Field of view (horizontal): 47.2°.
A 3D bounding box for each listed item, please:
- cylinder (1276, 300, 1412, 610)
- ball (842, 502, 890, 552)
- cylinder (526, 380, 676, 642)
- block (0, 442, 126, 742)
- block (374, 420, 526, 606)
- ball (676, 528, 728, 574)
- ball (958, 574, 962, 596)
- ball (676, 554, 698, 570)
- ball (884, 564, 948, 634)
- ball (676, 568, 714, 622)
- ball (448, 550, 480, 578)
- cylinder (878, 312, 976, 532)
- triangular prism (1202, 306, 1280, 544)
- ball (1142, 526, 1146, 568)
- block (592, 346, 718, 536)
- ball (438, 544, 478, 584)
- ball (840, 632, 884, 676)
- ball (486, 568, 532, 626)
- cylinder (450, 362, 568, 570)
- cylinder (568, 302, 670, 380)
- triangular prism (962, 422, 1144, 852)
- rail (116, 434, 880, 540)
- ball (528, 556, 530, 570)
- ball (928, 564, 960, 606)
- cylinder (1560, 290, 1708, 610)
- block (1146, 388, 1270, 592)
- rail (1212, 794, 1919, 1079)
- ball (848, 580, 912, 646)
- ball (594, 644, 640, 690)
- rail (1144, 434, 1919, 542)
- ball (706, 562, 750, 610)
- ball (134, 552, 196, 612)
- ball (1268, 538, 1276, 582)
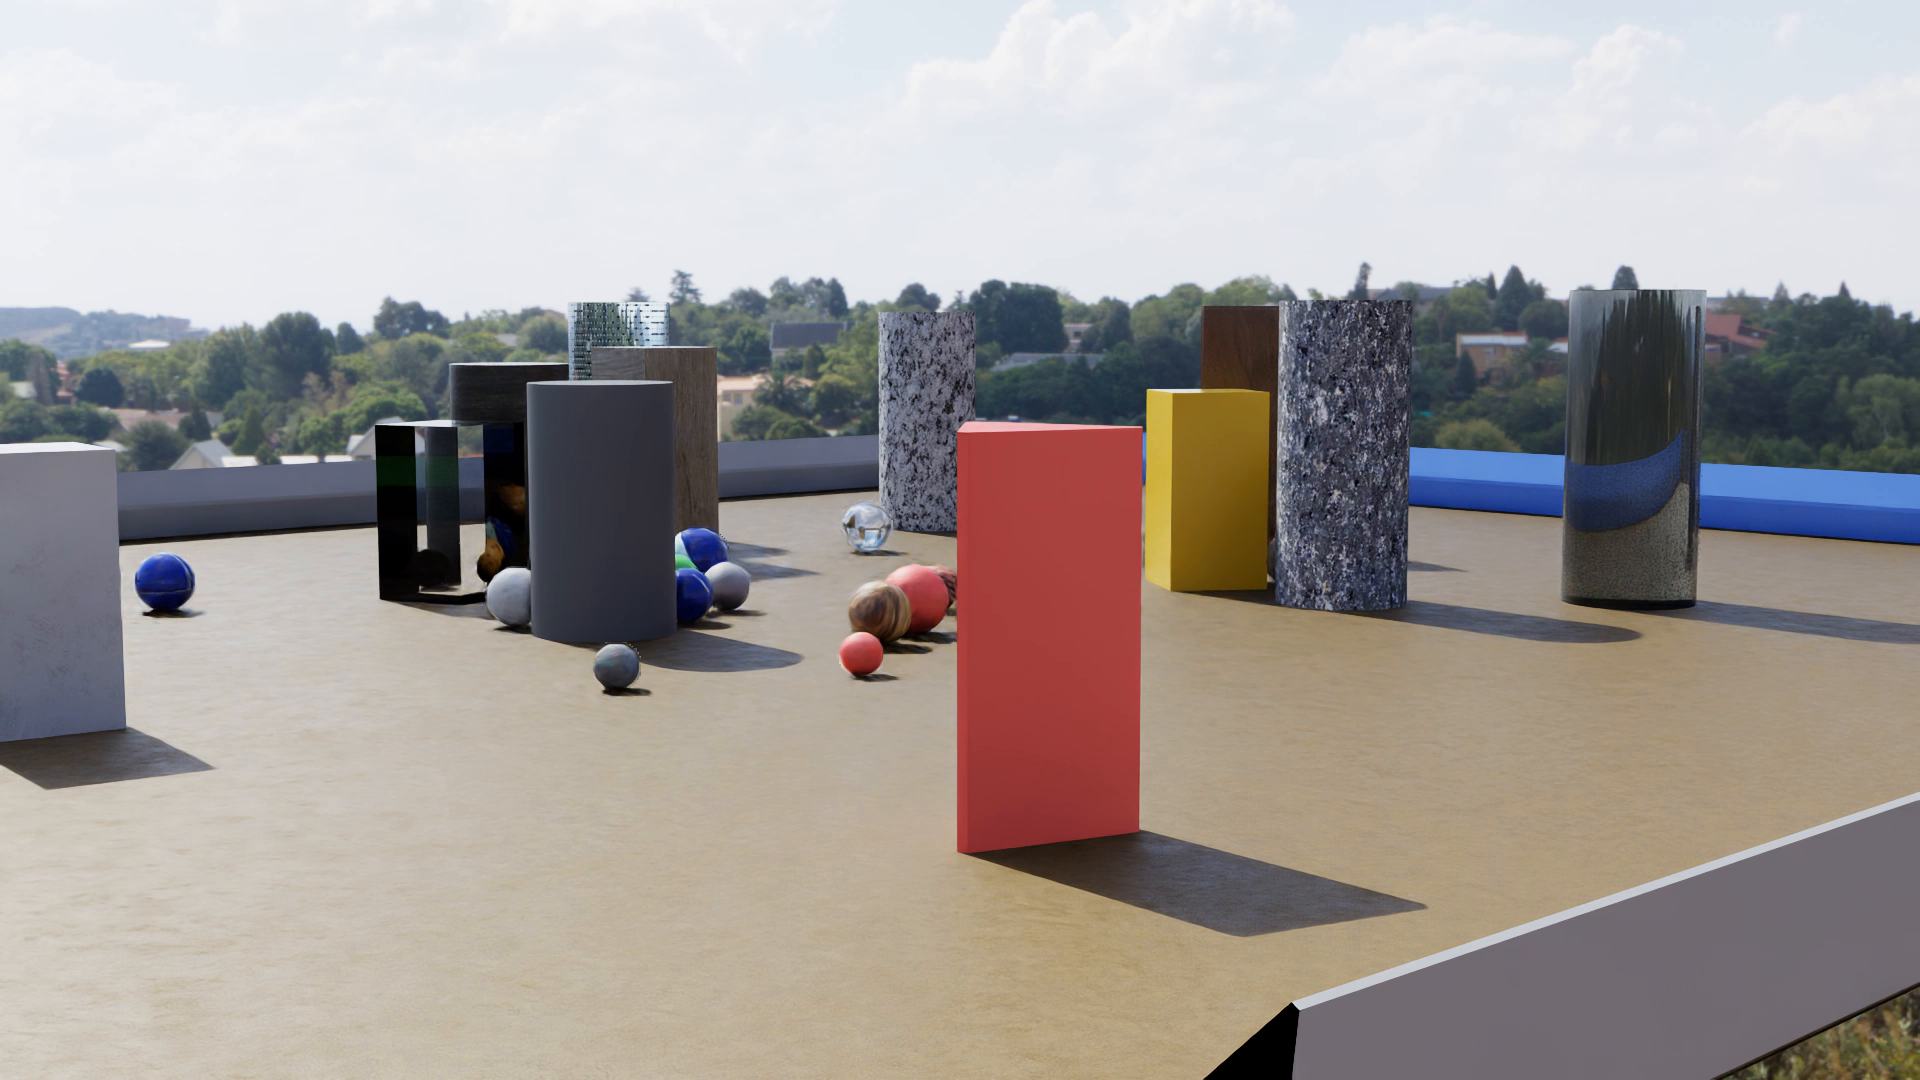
[{"bbox_3d":[0.585,-0.134,3.358,0.200,0.461,0.200,0,6,0],"label":"cylinder"},{"bbox_3d":[-0.174,-0.024,4.085,0.091,0.091,0.091,0,6,0],"label":"ball"},{"bbox_3d":[-0.495,-0.044,3.046,0.200,0.347,0.200,0,6,0],"label":"cylinder"},{"bbox_3d":[-1.004,0.051,2.355,0.160,0.299,0.160,-4,7,-36],"label":"block"},{"bbox_3d":[-0.792,-0.046,3.429,0.160,0.271,0.160,3,7,26],"label":"block"},{"bbox_3d":[-0.421,0.030,3.529,0.099,0.099,0.099,0,6,0],"label":"ball"},{"bbox_3d":[0.017,0.069,3.408,0.046,0.046,0.046,0,6,0],"label":"ball"},{"bbox_3d":[-0.426,0.064,3.254,0.088,0.088,0.088,0,6,0],"label":"ball"},{"bbox_3d":[-0.063,0.082,3.044,0.096,0.096,0.096,0,6,0],"label":"ball"},{"bbox_3d":[-0.392,0.079,3.154,0.079,0.079,0.079,0,6,0],"label":"ball"},{"bbox_3d":[-0.827,0.040,3.669,0.049,0.049,0.049,0,6,0],"label":"ball"},{"bbox_3d":[-0.068,-0.248,4.540,0.200,0.443,0.200,0,6,0],"label":"cylinder"},{"bbox_3d":[0.544,-0.213,4.152,0.173,0.454,0.150,1,6,8],"label":"triangular prism"},{"bbox_3d":[0.331,0.012,3.804,0.077,0.077,0.077,0,6,0],"label":"ball"},{"bbox_3d":[-0.552,-0.159,3.985,0.160,0.380,0.160,-6,8,-44],"label":"block"},{"bbox_3d":[-0.825,0.039,3.610,0.063,0.063,0.063,0,6,0],"label":"ball"},{"bbox_3d":[-0.120,0.139,2.696,0.054,0.054,0.054,0,6,0],"label":"ball"},{"bbox_3d":[-0.629,0.081,3.115,0.084,0.084,0.084,0,6,0],"label":"ball"},{"bbox_3d":[-0.768,-0.123,3.763,0.200,0.355,0.200,0,6,0],"label":"cylinder"},{"bbox_3d":[-0.674,-0.240,4.368,0.200,0.462,0.200,0,6,0],"label":"cylinder"},{"bbox_3d":[0.044,0.075,1.901,0.173,0.347,0.150,-3,7,-27],"label":"triangular prism"},{"bbox_3d":[-1.220,-0.103,4.647,3.928,0.130,0.045,-5,8,-42],"label":"rail"},{"bbox_3d":[-0.696,0.038,3.671,0.052,0.052,0.052,0,6,0],"label":"ball"},{"bbox_3d":[-0.034,0.071,3.285,0.068,0.068,0.068,0,6,0],"label":"ball"},{"bbox_3d":[1.027,-0.142,3.358,0.200,0.477,0.200,0,6,0],"label":"cylinder"},{"bbox_3d":[0.401,-0.085,3.584,0.160,0.316,0.160,-1,6,-10],"label":"block"},{"bbox_3d":[1.220,0.171,2.017,3.928,0.130,0.045,-5,8,-42],"label":"rail"},{"bbox_3d":[-0.107,0.098,2.936,0.087,0.087,0.087,0,6,0],"label":"ball"},{"bbox_3d":[-0.405,0.149,2.595,0.055,0.055,0.055,0,6,0],"label":"ball"},{"bbox_3d":[1.426,-0.102,4.641,0.045,0.130,3.646,-5,8,-42],"label":"rail"},{"bbox_3d":[-0.349,0.069,3.276,0.072,0.072,0.072,0,6,0],"label":"ball"},{"bbox_3d":[-1.184,0.062,3.274,0.087,0.087,0.087,0,6,0],"label":"ball"},{"bbox_3d":[0.538,0.031,3.544,0.093,0.093,0.093,0,6,0],"label":"ball"}]
